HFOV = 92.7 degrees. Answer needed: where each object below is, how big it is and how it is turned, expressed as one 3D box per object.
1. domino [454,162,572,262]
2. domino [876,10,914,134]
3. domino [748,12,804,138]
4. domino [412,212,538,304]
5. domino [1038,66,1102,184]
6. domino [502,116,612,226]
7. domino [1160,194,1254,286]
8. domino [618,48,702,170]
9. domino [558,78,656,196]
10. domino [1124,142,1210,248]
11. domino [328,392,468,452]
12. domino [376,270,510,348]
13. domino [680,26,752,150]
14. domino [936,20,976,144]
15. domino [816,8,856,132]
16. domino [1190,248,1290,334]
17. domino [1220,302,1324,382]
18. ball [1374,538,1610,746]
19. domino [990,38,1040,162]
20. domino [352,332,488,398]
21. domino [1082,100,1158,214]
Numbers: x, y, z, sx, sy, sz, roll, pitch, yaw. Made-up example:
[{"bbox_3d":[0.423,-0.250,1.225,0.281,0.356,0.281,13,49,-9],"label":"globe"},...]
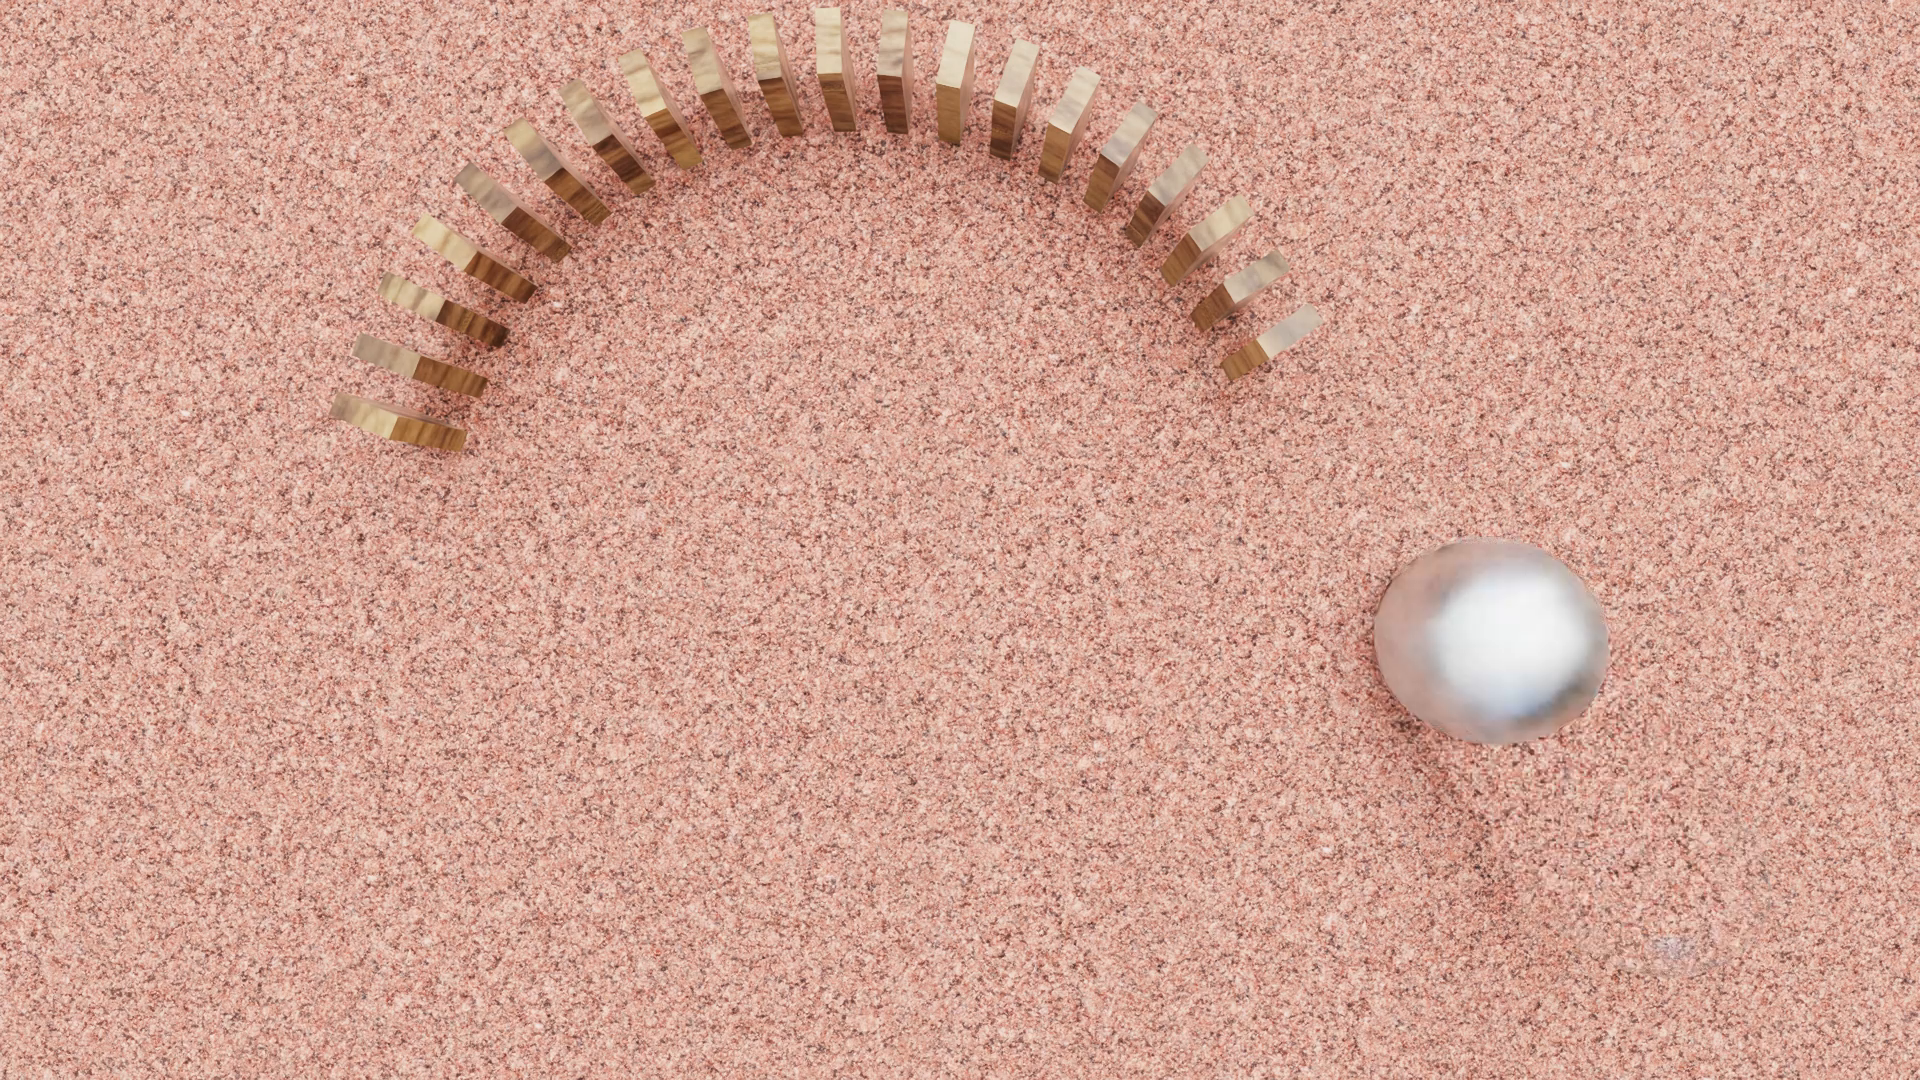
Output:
[{"bbox_3d":[-0.181,-0.133,0.375,0.025,0.050,0.009,44,90,0],"label":"domino"},{"bbox_3d":[-0.026,-0.190,0.375,0.009,0.050,0.025,6,90,0],"label":"domino"},{"bbox_3d":[-0.075,-0.189,0.375,0.010,0.050,0.025,-9,90,0],"label":"domino"},{"bbox_3d":[-0.197,-0.114,0.375,0.025,0.050,0.010,36,90,0],"label":"domino"},{"bbox_3d":[0.044,-0.168,0.375,0.010,0.050,0.025,29,90,0],"label":"domino"},{"bbox_3d":[-0.163,-0.149,0.375,0.009,0.050,0.025,-39,90,0],"label":"domino"},{"bbox_3d":[0.100,-0.121,0.375,0.025,0.050,0.009,-36,90,0],"label":"domino"},{"bbox_3d":[-0.122,-0.175,0.375,0.009,0.050,0.025,-24,90,0],"label":"domino"},{"bbox_3d":[-0.143,-0.163,0.375,0.010,0.050,0.025,-31,90,0],"label":"domino"},{"bbox_3d":[0.084,-0.140,0.375,0.009,0.050,0.025,43,90,0],"label":"domino"},{"bbox_3d":[-0.228,-0.048,0.375,0.025,0.050,0.010,22,90,0],"label":"domino"},{"bbox_3d":[-0.210,-0.093,0.375,0.025,0.050,0.010,26,90,0],"label":"domino"},{"bbox_3d":[-0.099,-0.183,0.375,0.010,0.050,0.025,-16,90,0],"label":"domino"},{"bbox_3d":[-0.002,-0.186,0.375,0.010,0.050,0.025,14,90,0],"label":"domino"},{"bbox_3d":[-0.050,-0.191,0.375,0.010,0.050,0.025,-2,90,0],"label":"domino"},{"bbox_3d":[0.113,-0.101,0.375,0.025,0.050,0.010,-32,90,0],"label":"domino"},{"bbox_3d":[0.126,-0.080,0.375,0.025,0.050,0.009,-34,90,0],"label":"domino"},{"bbox_3d":[0.206,0.040,0.360,0.080,0.080,0.080,0,90,0],"label":"ball"},{"bbox_3d":[0.022,-0.178,0.375,0.010,0.050,0.025,21,90,0],"label":"domino"},{"bbox_3d":[-0.219,-0.071,0.375,0.025,0.050,0.010,21,90,0],"label":"domino"},{"bbox_3d":[0.065,-0.155,0.375,0.009,0.050,0.025,36,90,0],"label":"domino"}]
